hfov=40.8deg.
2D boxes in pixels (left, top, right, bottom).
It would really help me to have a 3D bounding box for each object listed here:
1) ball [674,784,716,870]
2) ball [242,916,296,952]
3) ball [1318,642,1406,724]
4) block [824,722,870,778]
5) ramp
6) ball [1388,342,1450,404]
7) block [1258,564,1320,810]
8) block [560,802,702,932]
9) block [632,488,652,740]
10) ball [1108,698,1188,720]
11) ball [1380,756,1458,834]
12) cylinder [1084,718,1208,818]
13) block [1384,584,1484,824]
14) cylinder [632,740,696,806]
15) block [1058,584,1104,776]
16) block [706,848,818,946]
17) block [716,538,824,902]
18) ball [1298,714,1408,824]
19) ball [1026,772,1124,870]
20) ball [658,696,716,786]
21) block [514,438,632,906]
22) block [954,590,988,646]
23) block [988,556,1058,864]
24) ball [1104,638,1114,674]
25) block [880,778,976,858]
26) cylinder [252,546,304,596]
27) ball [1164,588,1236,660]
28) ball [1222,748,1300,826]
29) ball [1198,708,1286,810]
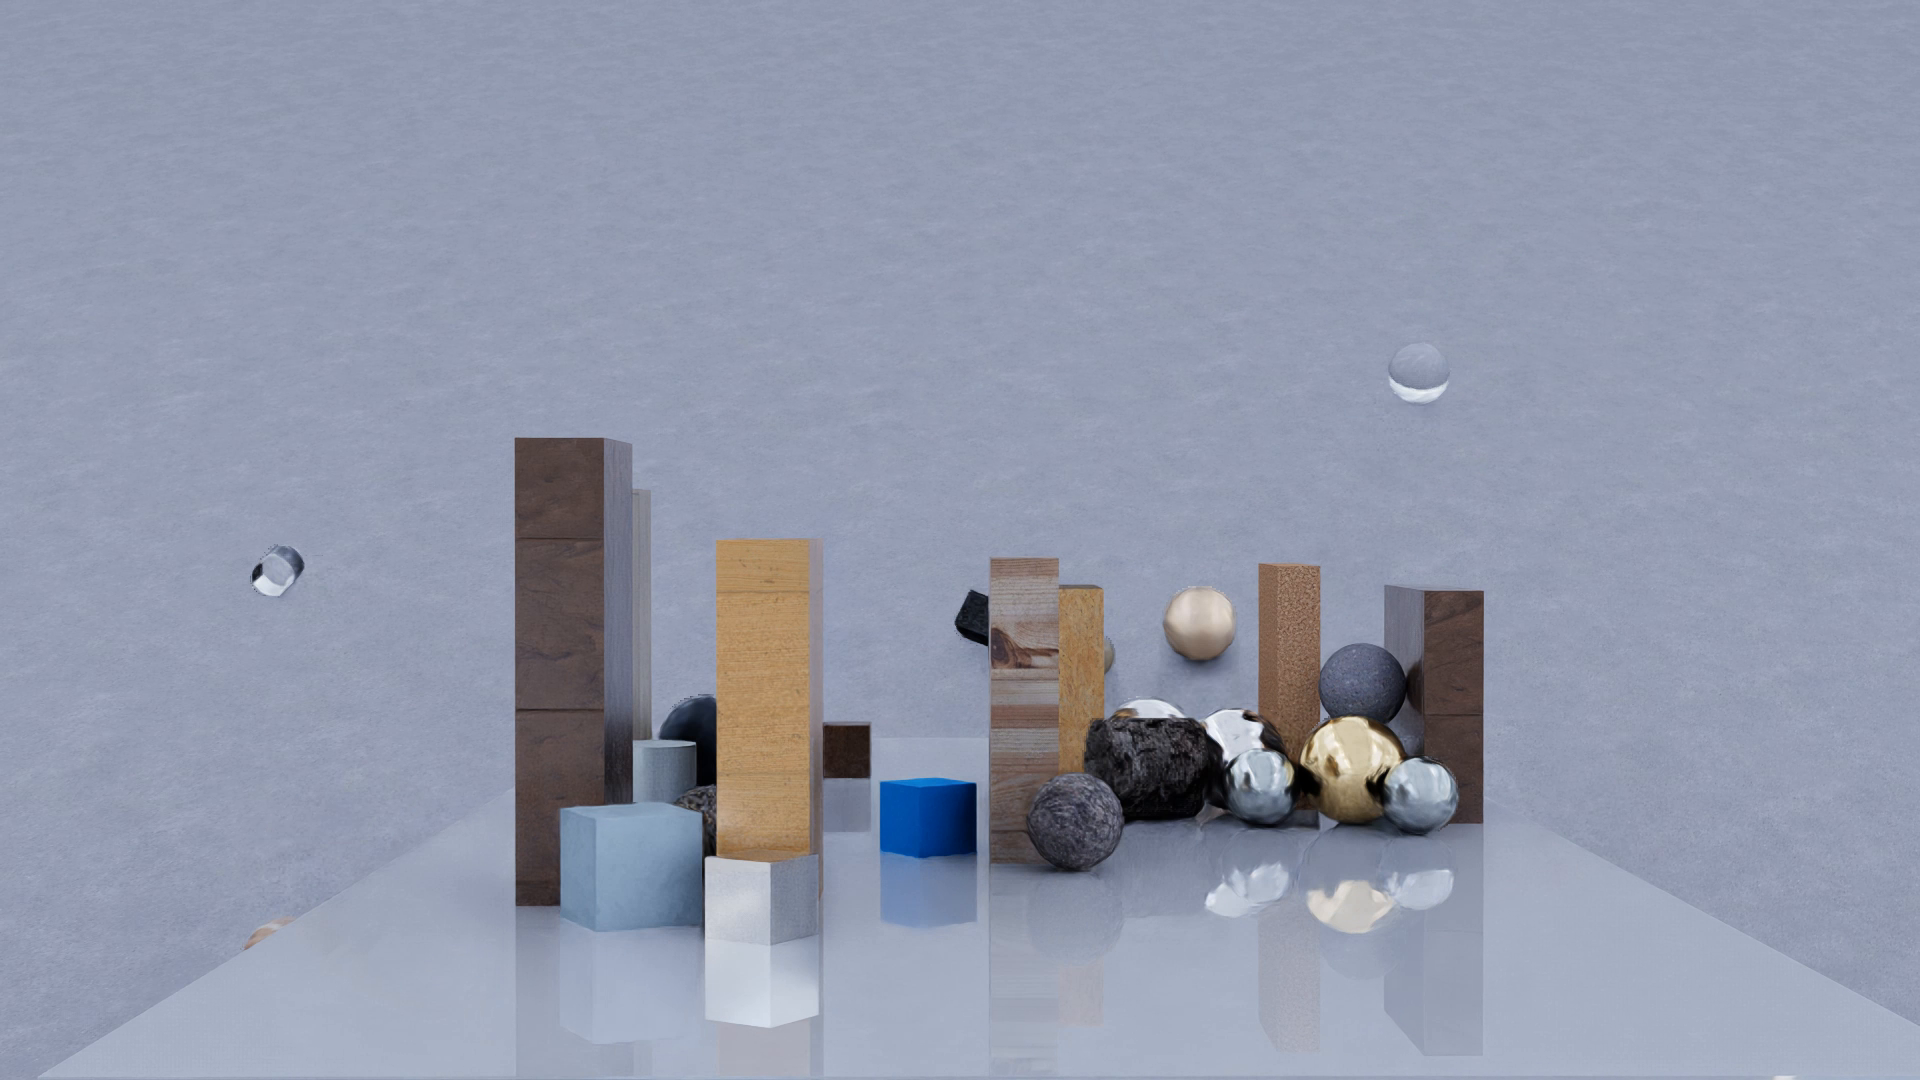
[{"bbox_3d":[-0.402,0.461,4.152,0.136,0.136,0.136,0,28,0],"label":"ball"},{"bbox_3d":[-1.259,0.791,4.840,0.169,0.169,0.169,0,28,0],"label":"ball"},{"bbox_3d":[0.772,0.281,4.958,0.168,0.168,0.168,0,28,0],"label":"ball"},{"bbox_3d":[-0.254,0.458,5.642,0.115,0.115,0.115,0,1,-1],"label":"block"},{"bbox_3d":[0.064,0.575,4.618,2.000,0.100,4.000,0,1,0],"label":"ramp"},{"bbox_3d":[1.517,-0.551,8.540,0.203,0.203,0.203,0,28,0],"label":"ball"},{"bbox_3d":[0.655,0.284,5.152,0.083,0.470,0.316,0,1,0],"label":"block"},{"bbox_3d":[-0.463,0.457,3.631,0.154,0.154,0.154,0,1,-27],"label":"block"},{"bbox_3d":[-0.662,0.213,4.919,0.109,0.619,0.345,0,1,0],"label":"block"},{"bbox_3d":[0.385,0.420,5.265,0.198,0.198,0.198,0,28,0],"label":"ball"},{"bbox_3d":[0.821,0.456,4.622,0.137,0.137,0.137,0,28,0],"label":"ball"},{"bbox_3d":[0.350,0.429,4.864,0.185,0.185,0.185,0,28,-14],"label":"cylinder"},{"bbox_3d":[0.911,0.306,4.989,0.110,0.430,0.446,0,1,0],"label":"block"},{"bbox_3d":[-0.555,0.447,4.692,0.155,0.155,0.155,0,1,0],"label":"cylinder"},{"bbox_3d":[0.224,0.307,5.184,0.109,0.426,0.329,0,1,0],"label":"block"},{"bbox_3d":[-0.267,0.481,3.490,0.109,0.109,0.109,0,1,33],"label":"block"},{"bbox_3d":[-0.272,0.266,3.746,0.128,0.535,0.364,0,1,0],"label":"block"},{"bbox_3d":[0.724,0.422,4.760,0.202,0.202,0.202,0,28,0],"label":"ball"},{"bbox_3d":[0.185,0.451,4.149,0.156,0.156,0.156,0,28,0],"label":"ball"},{"bbox_3d":[-0.512,0.418,5.235,0.203,0.203,0.203,0,28,0],"label":"ball"},{"bbox_3d":[-0.583,0.190,3.924,0.130,0.682,0.330,0,1,0],"label":"block"},{"bbox_3d":[0.065,0.219,7.090,0.107,0.107,0.107,20,75,21],"label":"block"},{"bbox_3d":[0.106,0.278,4.358,0.111,0.498,0.272,0,1,0],"label":"block"},{"bbox_3d":[0.362,0.316,7.035,0.115,0.115,0.115,0,28,0],"label":"ball"},{"bbox_3d":[-0.054,0.469,4.374,0.117,0.117,0.117,0,1,-36],"label":"block"},{"bbox_3d":[-1.966,0.089,7.450,0.108,0.108,0.108,7,31,14],"label":"cylinder"},{"bbox_3d":[0.659,0.231,7.099,0.202,0.202,0.202,0,28,0],"label":"ball"},{"bbox_3d":[0.551,0.452,4.734,0.144,0.144,0.144,0,28,0],"label":"ball"},{"bbox_3d":[0.525,0.419,4.951,0.197,0.197,0.197,0,28,0],"label":"ball"}]
